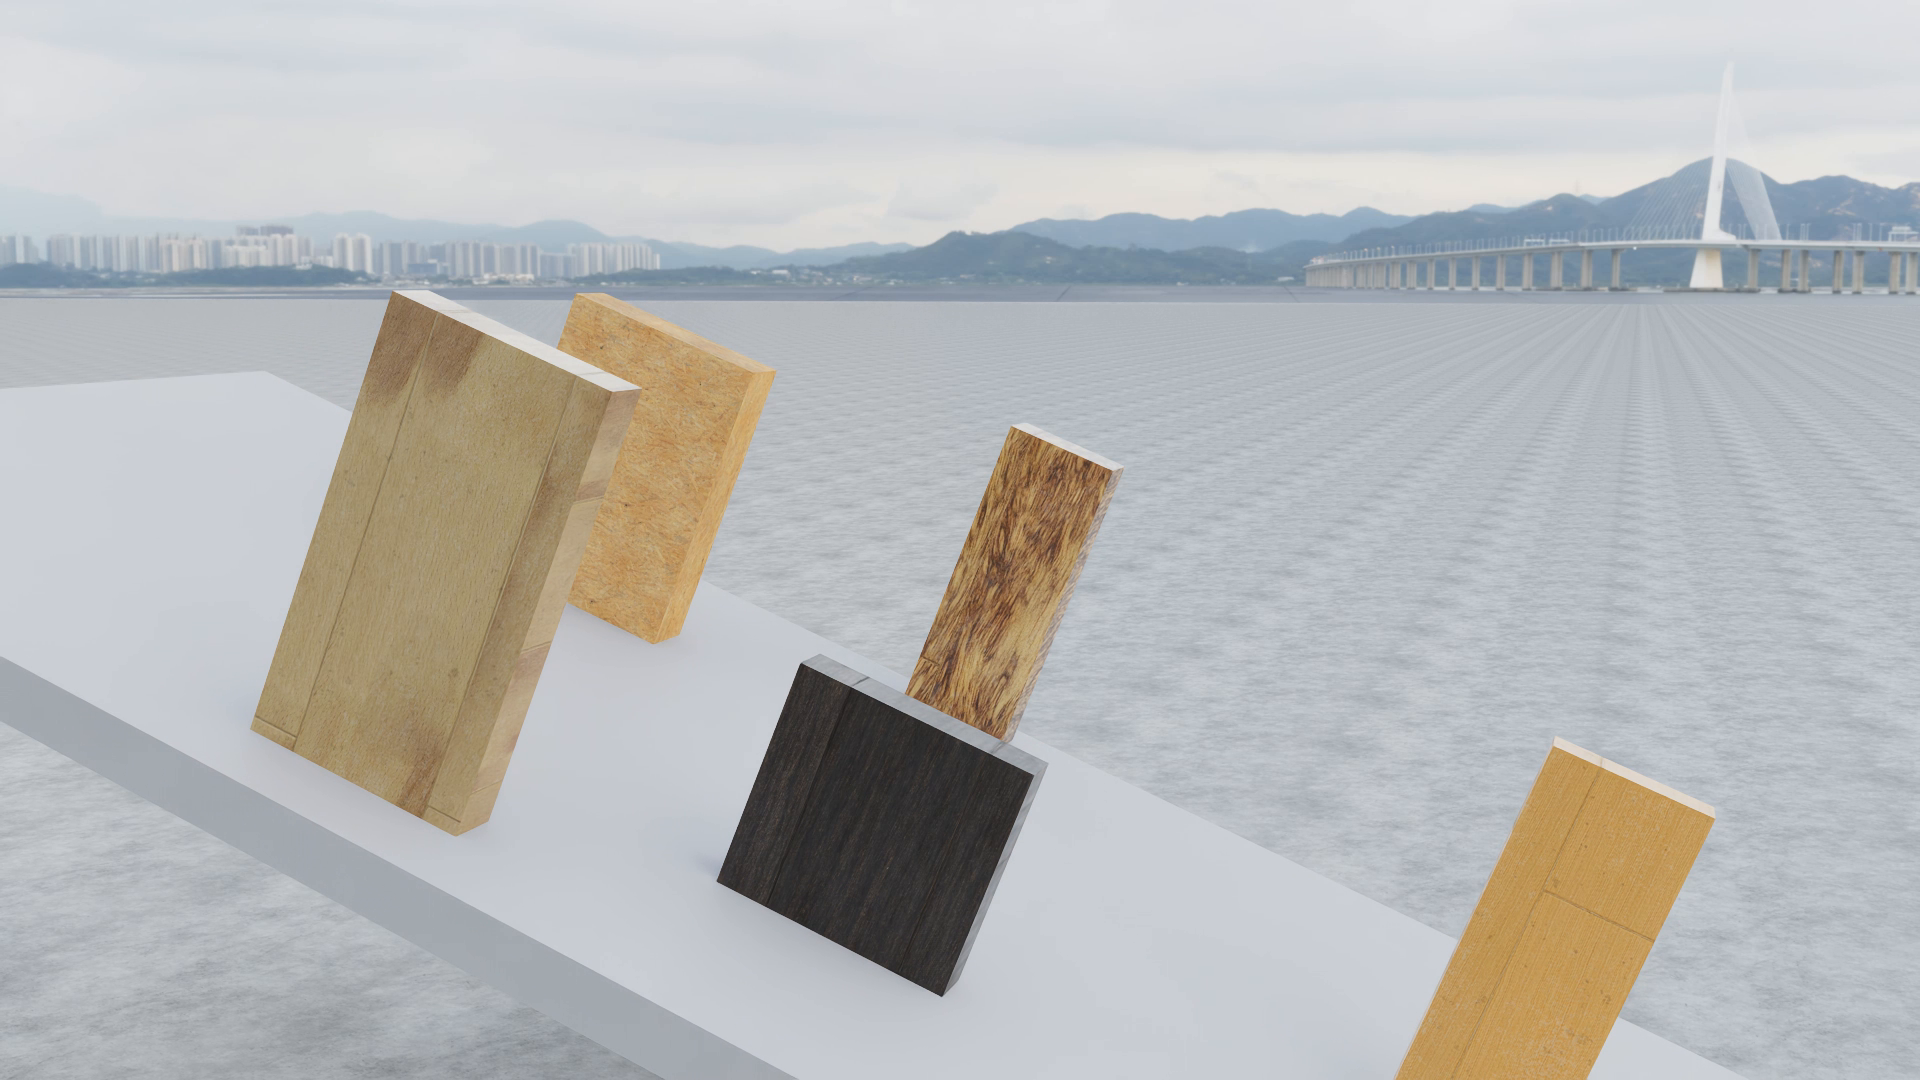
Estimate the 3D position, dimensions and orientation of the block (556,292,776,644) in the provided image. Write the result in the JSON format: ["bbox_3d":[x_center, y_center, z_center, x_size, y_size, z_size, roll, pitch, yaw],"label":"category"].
[{"bbox_3d":[-0.716,-0.158,4.749,0.436,0.629,0.133,25,13,13],"label":"block"}]

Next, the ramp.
[{"bbox_3d":[-0.306,0.542,4.194,4.000,0.100,2.000,25,13,13],"label":"ramp"}]

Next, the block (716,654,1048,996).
[{"bbox_3d":[-0.131,0.467,3.629,0.427,0.410,0.091,25,13,13],"label":"block"}]

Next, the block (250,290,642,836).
[{"bbox_3d":[-0.820,0.036,3.480,0.399,0.762,0.105,25,13,13],"label":"block"}]

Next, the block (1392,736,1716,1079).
[{"bbox_3d":[0.994,0.718,3.742,0.280,0.715,0.083,25,13,13],"label":"block"}]

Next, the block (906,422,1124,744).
[{"bbox_3d":[0.116,0.103,4.915,0.247,0.682,0.117,25,13,13],"label":"block"}]
